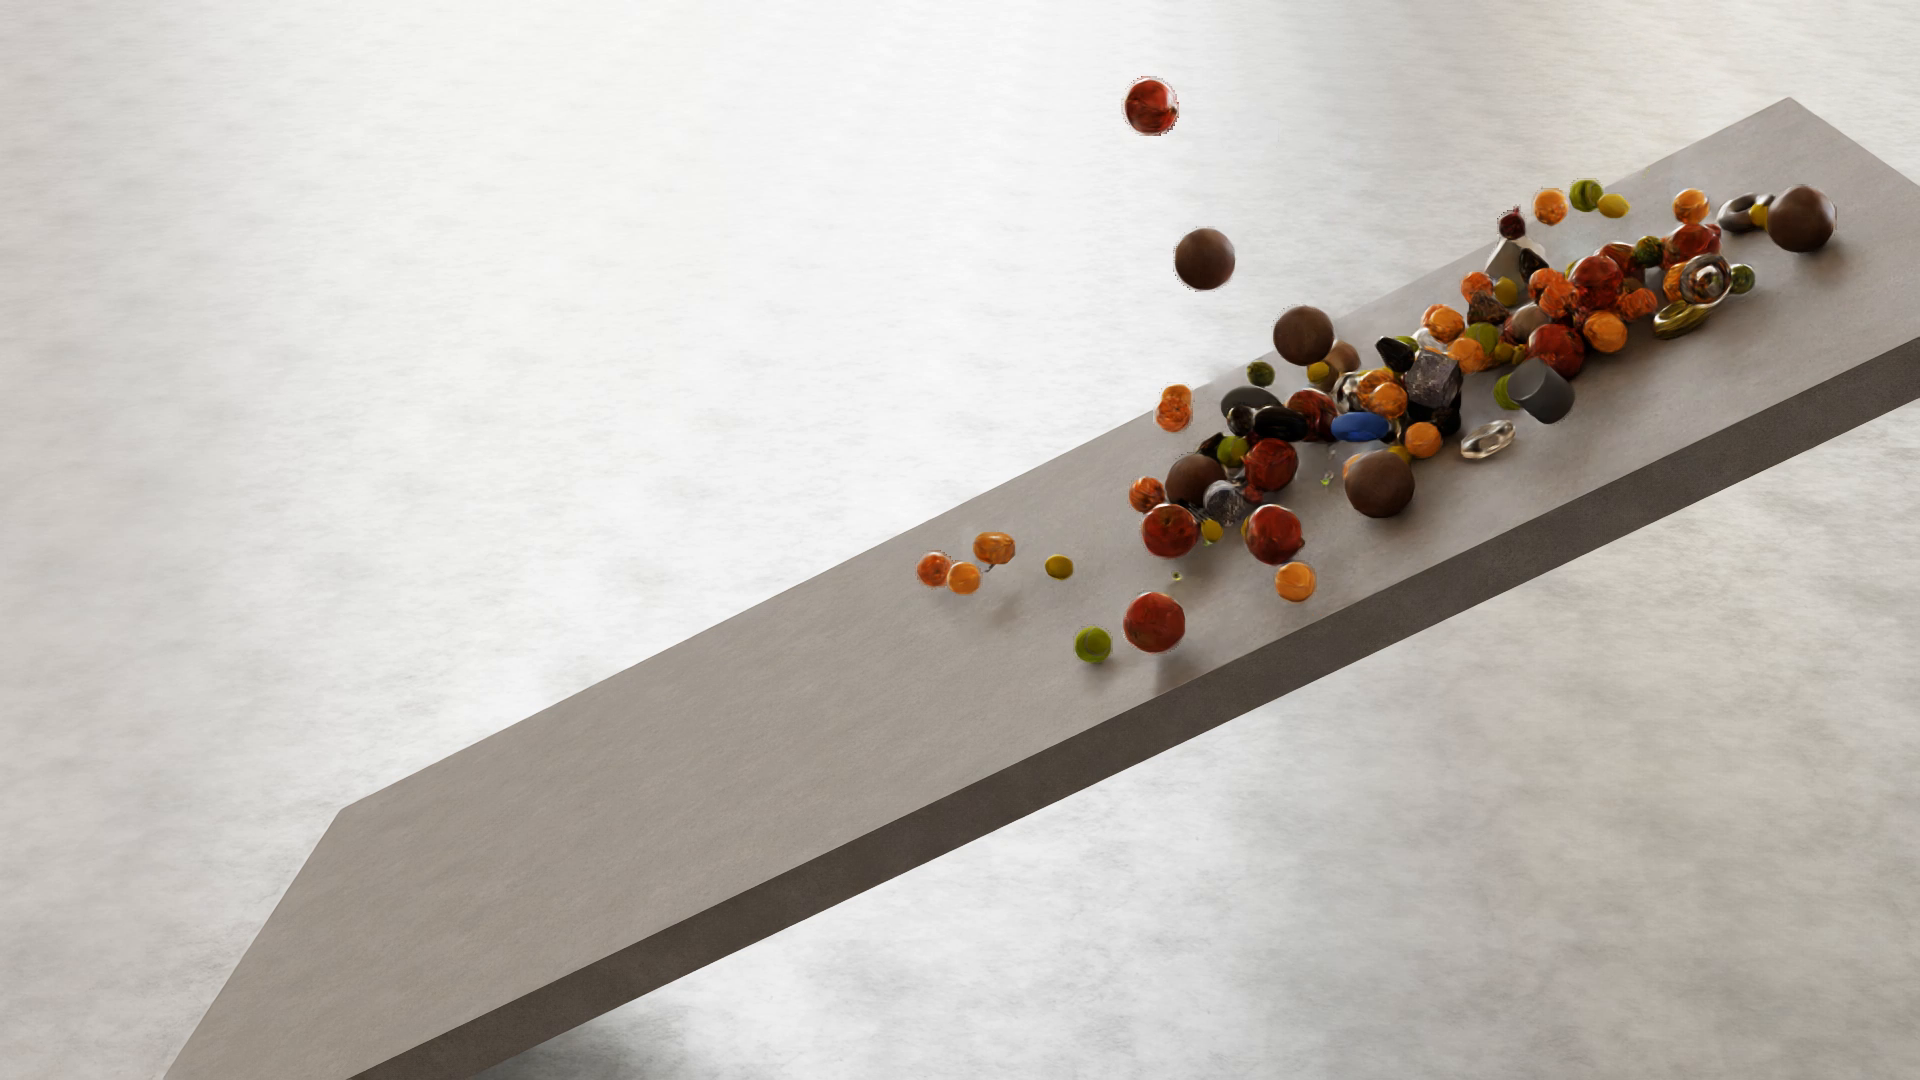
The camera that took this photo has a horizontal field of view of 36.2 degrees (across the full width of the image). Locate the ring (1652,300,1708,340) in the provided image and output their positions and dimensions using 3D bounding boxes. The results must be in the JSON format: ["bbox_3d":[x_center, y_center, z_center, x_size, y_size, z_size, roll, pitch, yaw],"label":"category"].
[{"bbox_3d":[1.388,-0.427,5.673,0.117,0.039,0.117,-29,17,10],"label":"ring"}]

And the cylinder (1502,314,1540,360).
[{"bbox_3d":[1.151,-0.419,6.031,0.077,0.077,0.077,4,22,12],"label":"cylinder"}]

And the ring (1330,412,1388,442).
[{"bbox_3d":[0.796,-0.225,5.863,0.116,0.039,0.116,1,-13,0],"label":"ring"}]

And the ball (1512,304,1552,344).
[{"bbox_3d":[1.130,-0.427,5.816,0.078,0.078,0.078,0,17,0],"label":"ball"}]

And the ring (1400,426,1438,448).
[{"bbox_3d":[0.905,-0.203,5.805,0.077,0.026,0.077,-4,22,1],"label":"ring"}]

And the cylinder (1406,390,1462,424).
[{"bbox_3d":[0.953,-0.282,5.923,0.080,0.080,0.080,-16,3,41],"label":"cylinder"}]

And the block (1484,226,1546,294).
[{"bbox_3d":[1.224,-0.616,6.484,0.092,0.092,0.092,32,27,1],"label":"block"}]

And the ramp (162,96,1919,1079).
[{"bbox_3d":[0.140,0.167,6.281,4.000,0.100,2.000,-26,14,10],"label":"ramp"}]

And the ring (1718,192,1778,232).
[{"bbox_3d":[1.627,-0.678,6.076,0.126,0.042,0.126,-22,23,10],"label":"ring"}]

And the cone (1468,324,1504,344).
[{"bbox_3d":[1.125,-0.431,6.170,0.090,0.090,0.090,-4,30,-14],"label":"cone"}]

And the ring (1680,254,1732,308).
[{"bbox_3d":[1.420,-0.494,5.602,0.108,0.108,0.036,-5,22,-17],"label":"ring"}]

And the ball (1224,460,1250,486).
[{"bbox_3d":[0.583,-0.141,6.194,0.053,0.053,0.053,0,17,0],"label":"ball"}]

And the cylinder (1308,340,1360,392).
[{"bbox_3d":[0.828,-0.384,6.509,0.084,0.084,0.084,14,41,38],"label":"cylinder"}]

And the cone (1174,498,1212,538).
[{"bbox_3d":[0.497,-0.047,6.063,0.083,0.083,0.083,-5,18,-21],"label":"cone"}]

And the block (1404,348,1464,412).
[{"bbox_3d":[0.936,-0.315,5.812,0.078,0.078,0.078,23,70,28],"label":"block"}]

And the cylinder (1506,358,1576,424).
[{"bbox_3d":[1.077,-0.276,5.455,0.090,0.090,0.090,33,-3,-33],"label":"cylinder"}]

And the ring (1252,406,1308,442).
[{"bbox_3d":[0.653,-0.235,6.000,0.119,0.040,0.119,9,-23,4],"label":"ring"}]

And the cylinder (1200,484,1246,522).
[{"bbox_3d":[0.537,-0.075,5.999,0.077,0.077,0.077,-3,0,-11],"label":"cylinder"}]

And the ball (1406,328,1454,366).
[{"bbox_3d":[0.994,-0.399,6.217,0.100,0.100,0.100,0,17,0],"label":"ball"}]

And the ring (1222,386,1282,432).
[{"bbox_3d":[0.640,-0.285,6.436,0.139,0.139,0.046,6,57,19],"label":"ring"}]

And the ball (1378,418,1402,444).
[{"bbox_3d":[0.864,-0.221,5.935,0.053,0.053,0.053,0,17,0],"label":"ball"}]

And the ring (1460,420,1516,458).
[{"bbox_3d":[1.003,-0.191,5.590,0.111,0.037,0.111,-27,13,7],"label":"ring"}]
